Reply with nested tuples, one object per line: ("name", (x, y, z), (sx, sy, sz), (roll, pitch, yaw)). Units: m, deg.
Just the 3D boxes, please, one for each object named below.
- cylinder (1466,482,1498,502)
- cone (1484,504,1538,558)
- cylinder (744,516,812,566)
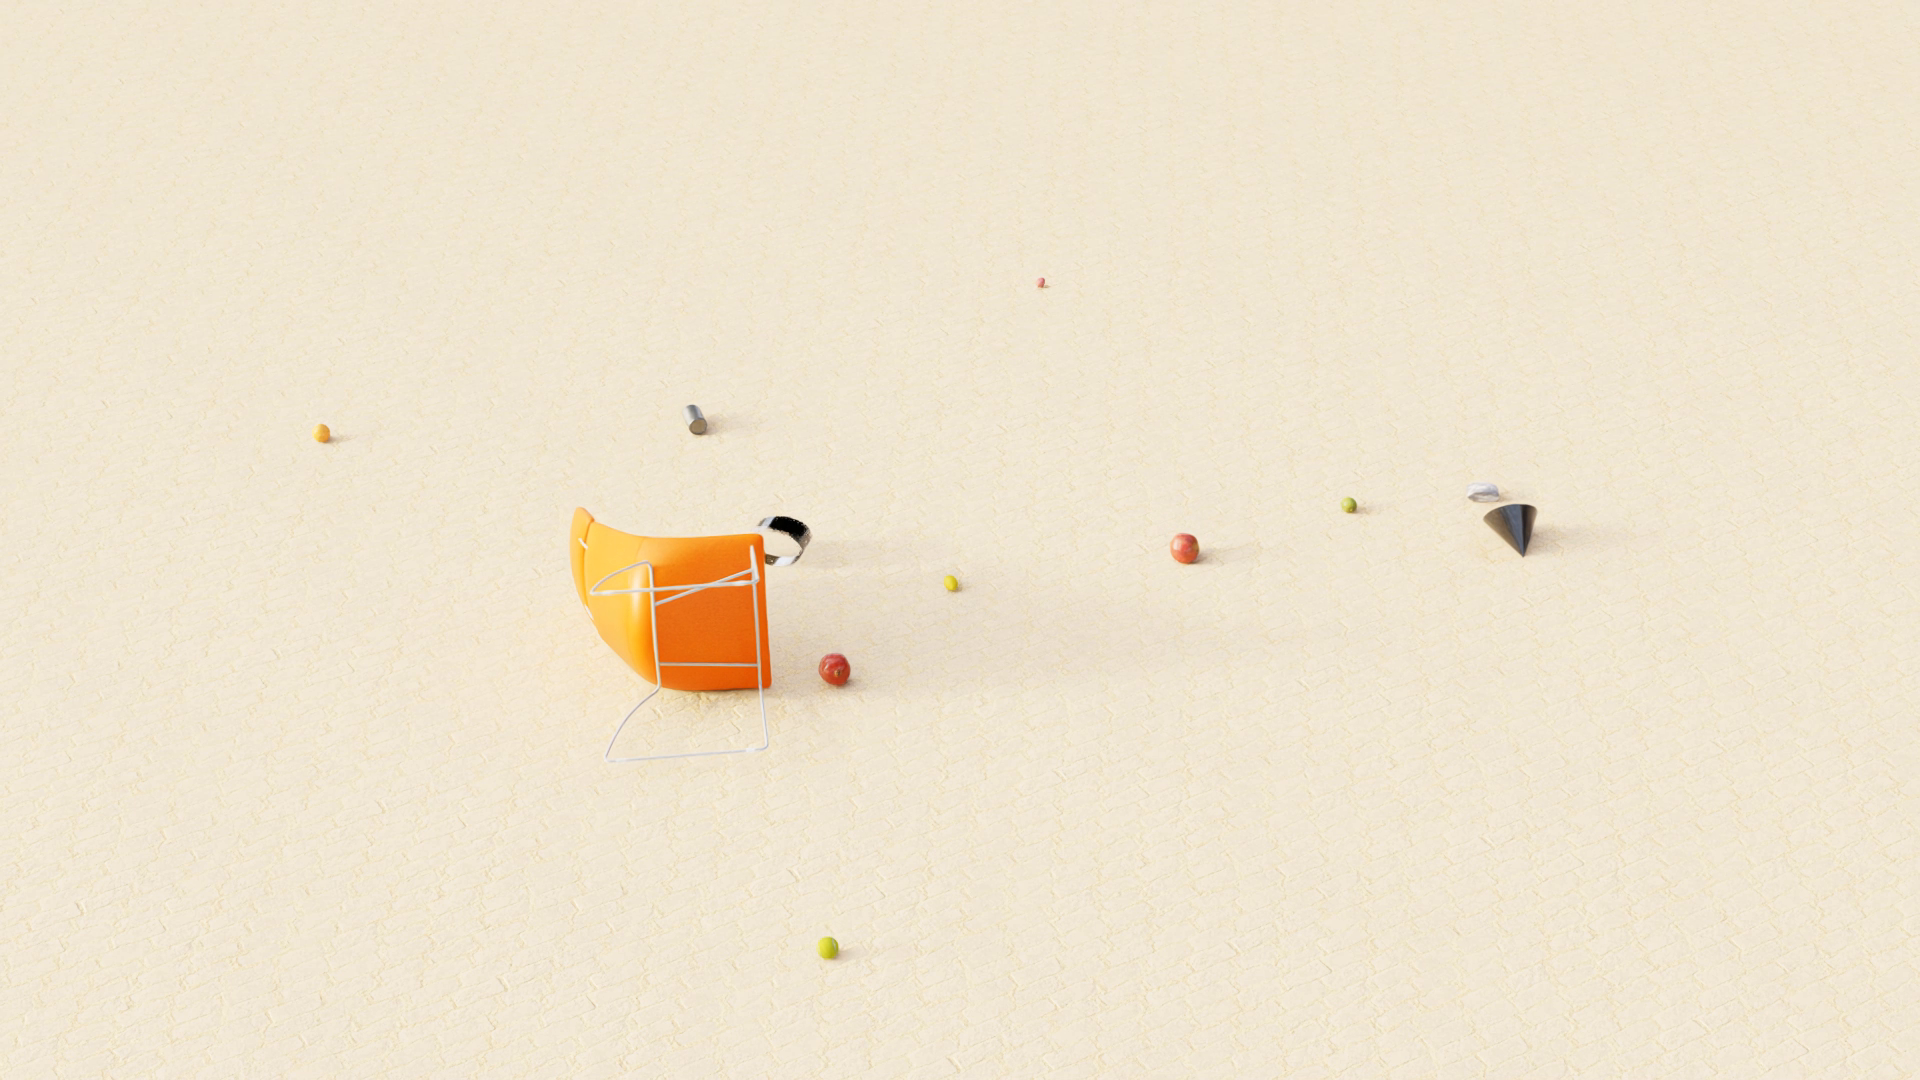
("cylinder", (1.991, -0.181, 11.173), (0.120, 0.050, 0.068), (1, 40, 5))
("cone", (2.067, -0.011, 10.877), (0.251, 0.188, 0.176), (14, 55, -45))
("cylinder", (-0.670, 0.003, 10.803), (0.224, 0.149, 0.112), (2, 32, 19))
